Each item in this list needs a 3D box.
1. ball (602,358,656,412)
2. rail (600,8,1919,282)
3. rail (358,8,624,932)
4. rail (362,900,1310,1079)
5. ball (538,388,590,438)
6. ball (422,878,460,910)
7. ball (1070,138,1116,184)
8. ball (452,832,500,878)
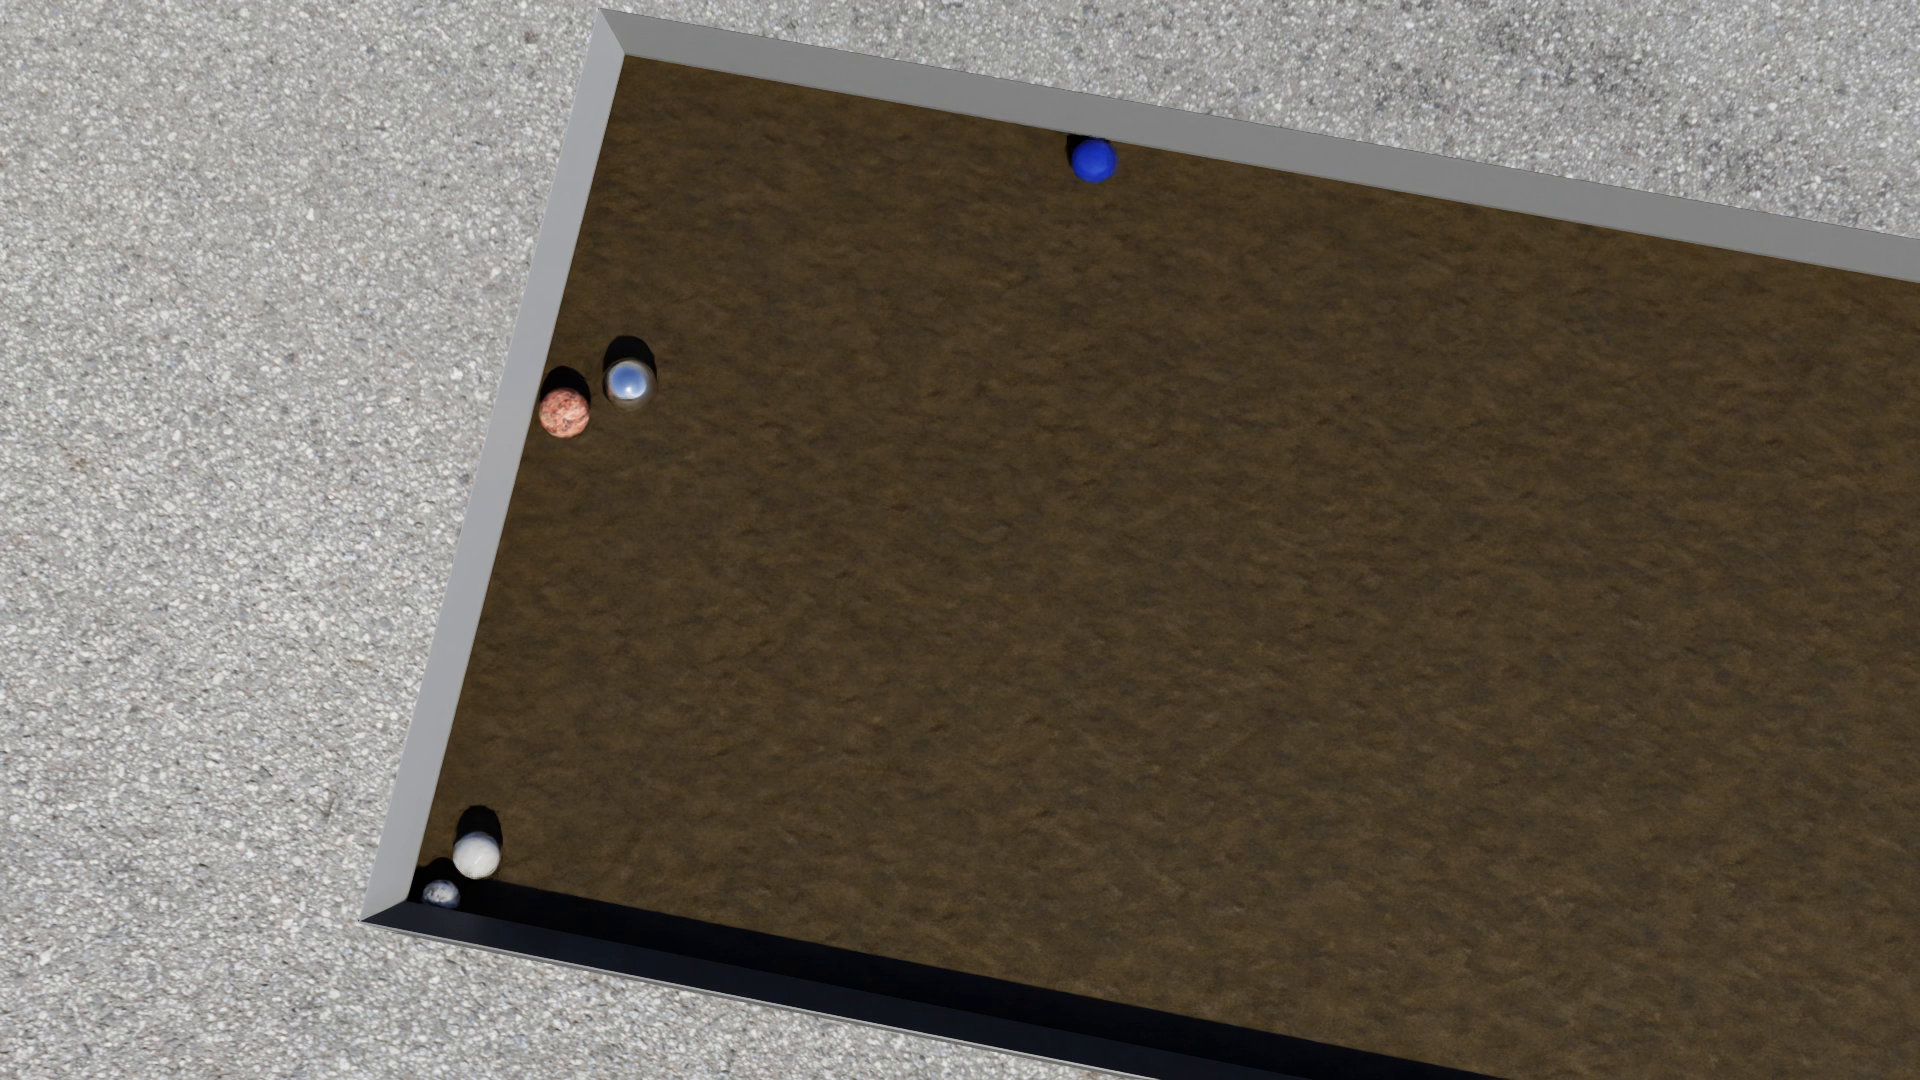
[{"bbox_3d":[-0.514,-0.241,3.411,0.084,0.084,0.084,0,75,0],"label":"ball"},{"bbox_3d":[0.852,-0.547,3.481,2.920,0.109,0.045,11,75,3],"label":"rail"},{"bbox_3d":[-0.693,-0.134,3.368,0.045,0.109,1.473,11,75,3],"label":"rail"},{"bbox_3d":[0.581,0.803,3.112,2.920,0.109,0.045,11,75,3],"label":"rail"},{"bbox_3d":[-0.612,-0.197,3.402,0.078,0.078,0.078,0,75,0],"label":"ball"},{"bbox_3d":[-0.760,0.524,3.217,0.055,0.055,0.055,0,75,0],"label":"ball"},{"bbox_3d":[0.214,-0.606,3.518,0.072,0.072,0.072,0,75,0],"label":"ball"},{"bbox_3d":[-0.709,0.463,3.227,0.069,0.069,0.069,0,75,0],"label":"ball"}]
